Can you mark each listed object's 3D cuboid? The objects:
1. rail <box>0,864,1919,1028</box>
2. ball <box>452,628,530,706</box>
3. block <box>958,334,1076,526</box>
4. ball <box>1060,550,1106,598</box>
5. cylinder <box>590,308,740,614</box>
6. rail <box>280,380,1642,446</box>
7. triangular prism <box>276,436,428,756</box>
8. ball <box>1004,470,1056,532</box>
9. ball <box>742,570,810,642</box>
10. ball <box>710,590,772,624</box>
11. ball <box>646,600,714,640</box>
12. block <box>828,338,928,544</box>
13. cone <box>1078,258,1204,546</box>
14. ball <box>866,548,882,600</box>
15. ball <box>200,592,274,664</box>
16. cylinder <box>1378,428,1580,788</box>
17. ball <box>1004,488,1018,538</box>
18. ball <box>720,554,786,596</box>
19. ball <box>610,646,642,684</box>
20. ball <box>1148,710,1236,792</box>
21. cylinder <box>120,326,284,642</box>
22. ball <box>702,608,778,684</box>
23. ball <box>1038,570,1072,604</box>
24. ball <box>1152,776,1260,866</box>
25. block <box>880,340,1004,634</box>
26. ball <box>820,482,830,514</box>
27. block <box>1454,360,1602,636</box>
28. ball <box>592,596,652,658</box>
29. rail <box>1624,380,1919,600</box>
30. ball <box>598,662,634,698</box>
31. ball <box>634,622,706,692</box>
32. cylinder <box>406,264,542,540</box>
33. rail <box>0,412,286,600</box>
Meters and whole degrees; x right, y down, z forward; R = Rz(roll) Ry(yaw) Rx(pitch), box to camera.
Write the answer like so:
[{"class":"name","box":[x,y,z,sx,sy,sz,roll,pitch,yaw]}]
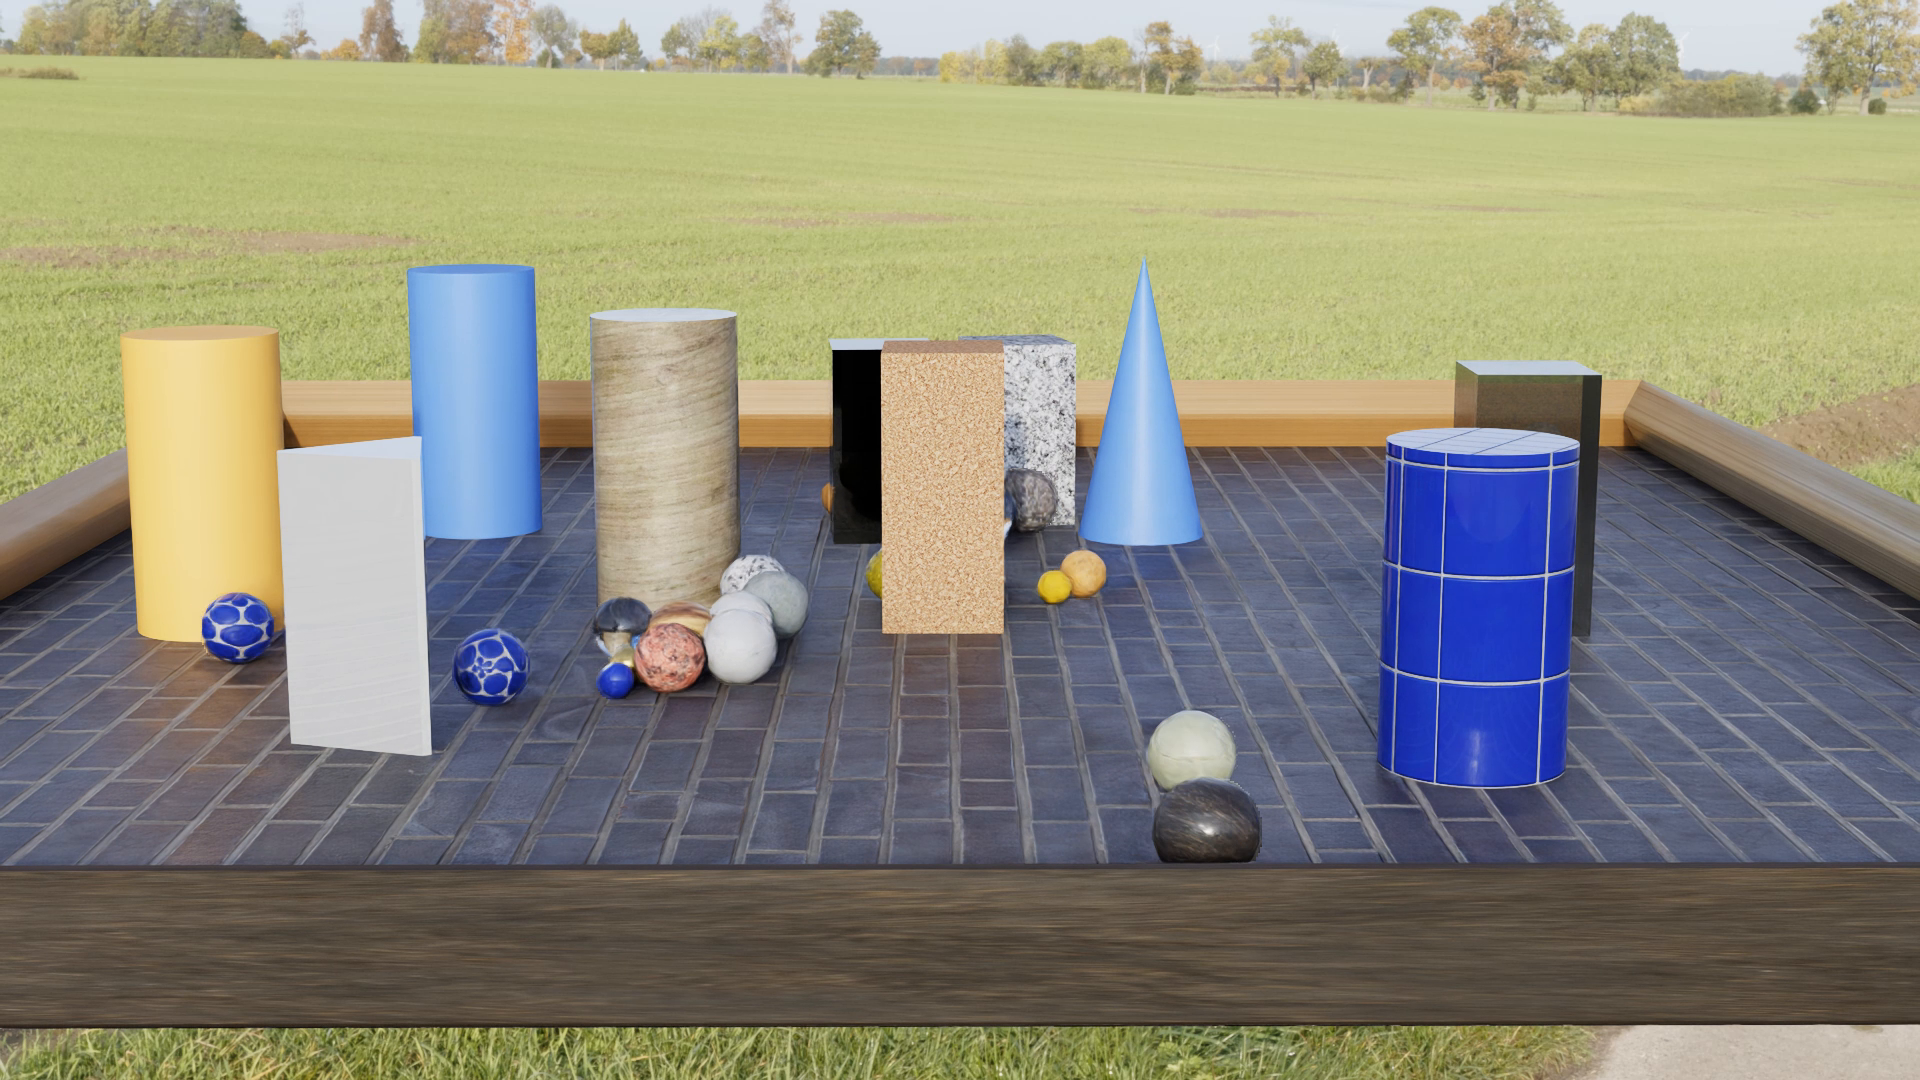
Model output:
[{"class":"rail","box":[0.009,0.305,1.978,2.645,0.127,0.045,0,11,0]},{"class":"ball","box":[-0.538,0.146,2.951,0.088,0.088,0.088,0,11,0]},{"class":"block","box":[0.091,-0.179,4.149,0.157,0.290,0.157,-2,11,-12]},{"class":"ball","box":[0.170,0.046,3.549,0.066,0.066,0.066,0,11,0]},{"class":"cylinder","box":[-0.396,-0.106,3.464,0.196,0.397,0.196,0,11,0]},{"class":"rail","box":[-0.009,-0.240,4.919,2.645,0.127,0.045,0,11,0]},{"class":"triangular prism","box":[-0.625,0.055,2.806,0.170,0.320,0.147,4,11,19]},{"class":"ball","box":[0.102,-0.061,4.040,0.098,0.098,0.098,0,11,0]},{"class":"ball","box":[-0.237,0.084,3.275,0.092,0.092,0.092,0,11,0]},{"class":"ball","box":[-0.274,0.104,3.194,0.082,0.082,0.082,0,11,0]},{"class":"ball","box":[-0.338,0.116,3.115,0.087,0.087,0.087,0,11,0]},{"class":"block","box":[-0.122,-0.156,4.000,0.157,0.300,0.157,-1,11,-5]},{"class":"cone","box":[0.284,-0.225,3.991,0.196,0.438,0.196,0,11,0]},{"class":"ball","box":[-0.090,0.047,3.513,0.079,0.079,0.079,0,11,0]},{"class":"ball","box":[-0.889,0.108,3.160,0.087,0.087,0.087,0,11,0]},{"class":"cylinder","box":[0.539,0.067,2.679,0.196,0.343,0.196,0,11,0]},{"class":"ball","box":[0.042,-0.040,3.940,0.094,0.094,0.094,0,11,0]},{"class":"ball","box":[-0.268,0.066,3.367,0.095,0.095,0.095,0,11,0]},{"class":"ball","box":[-0.394,0.150,3.047,0.046,0.046,0.046,0,11,0]},{"class":"ball","box":[0.233,0.215,2.575,0.089,0.089,0.089,0,11,0]},{"class":"cylinder","box":[-0.979,-0.077,3.340,0.196,0.386,0.196,0,11,0]},{"class":"ball","box":[-0.263,0.126,3.052,0.091,0.091,0.091,0,11,0]},{"class":"ball","box":[0.129,0.064,3.505,0.047,0.047,0.047,0,11,0]},{"class":"ball","box":[0.221,0.261,2.304,0.097,0.097,0.097,0,11,0]},{"class":"block","box":[-0.022,-0.072,3.371,0.157,0.365,0.157,0,11,0]},{"class":"ball","box":[-0.197,-0.069,4.187,0.061,0.061,0.061,0,11,0]},{"class":"block","box":[0.736,-0.057,3.357,0.157,0.339,0.157,0,11,1]},{"class":"ball","box":[-0.415,0.109,3.174,0.079,0.079,0.079,0,11,0]},{"class":"rail","box":[1.299,0.031,3.456,0.045,0.127,3.038,0,11,0]},{"class":"ball","box":[-0.400,0.163,2.986,0.042,0.042,0.042,0,11,0]},{"class":"ball","box":[-0.341,0.138,3.011,0.083,0.083,0.083,0,11,0]},{"class":"cylinder","box":[-0.764,-0.221,4.046,0.196,0.411,0.196,0,11,0]},{"class":"rail","box":[-1.299,0.034,3.442,0.045,0.127,3.038,0,11,0]}]
